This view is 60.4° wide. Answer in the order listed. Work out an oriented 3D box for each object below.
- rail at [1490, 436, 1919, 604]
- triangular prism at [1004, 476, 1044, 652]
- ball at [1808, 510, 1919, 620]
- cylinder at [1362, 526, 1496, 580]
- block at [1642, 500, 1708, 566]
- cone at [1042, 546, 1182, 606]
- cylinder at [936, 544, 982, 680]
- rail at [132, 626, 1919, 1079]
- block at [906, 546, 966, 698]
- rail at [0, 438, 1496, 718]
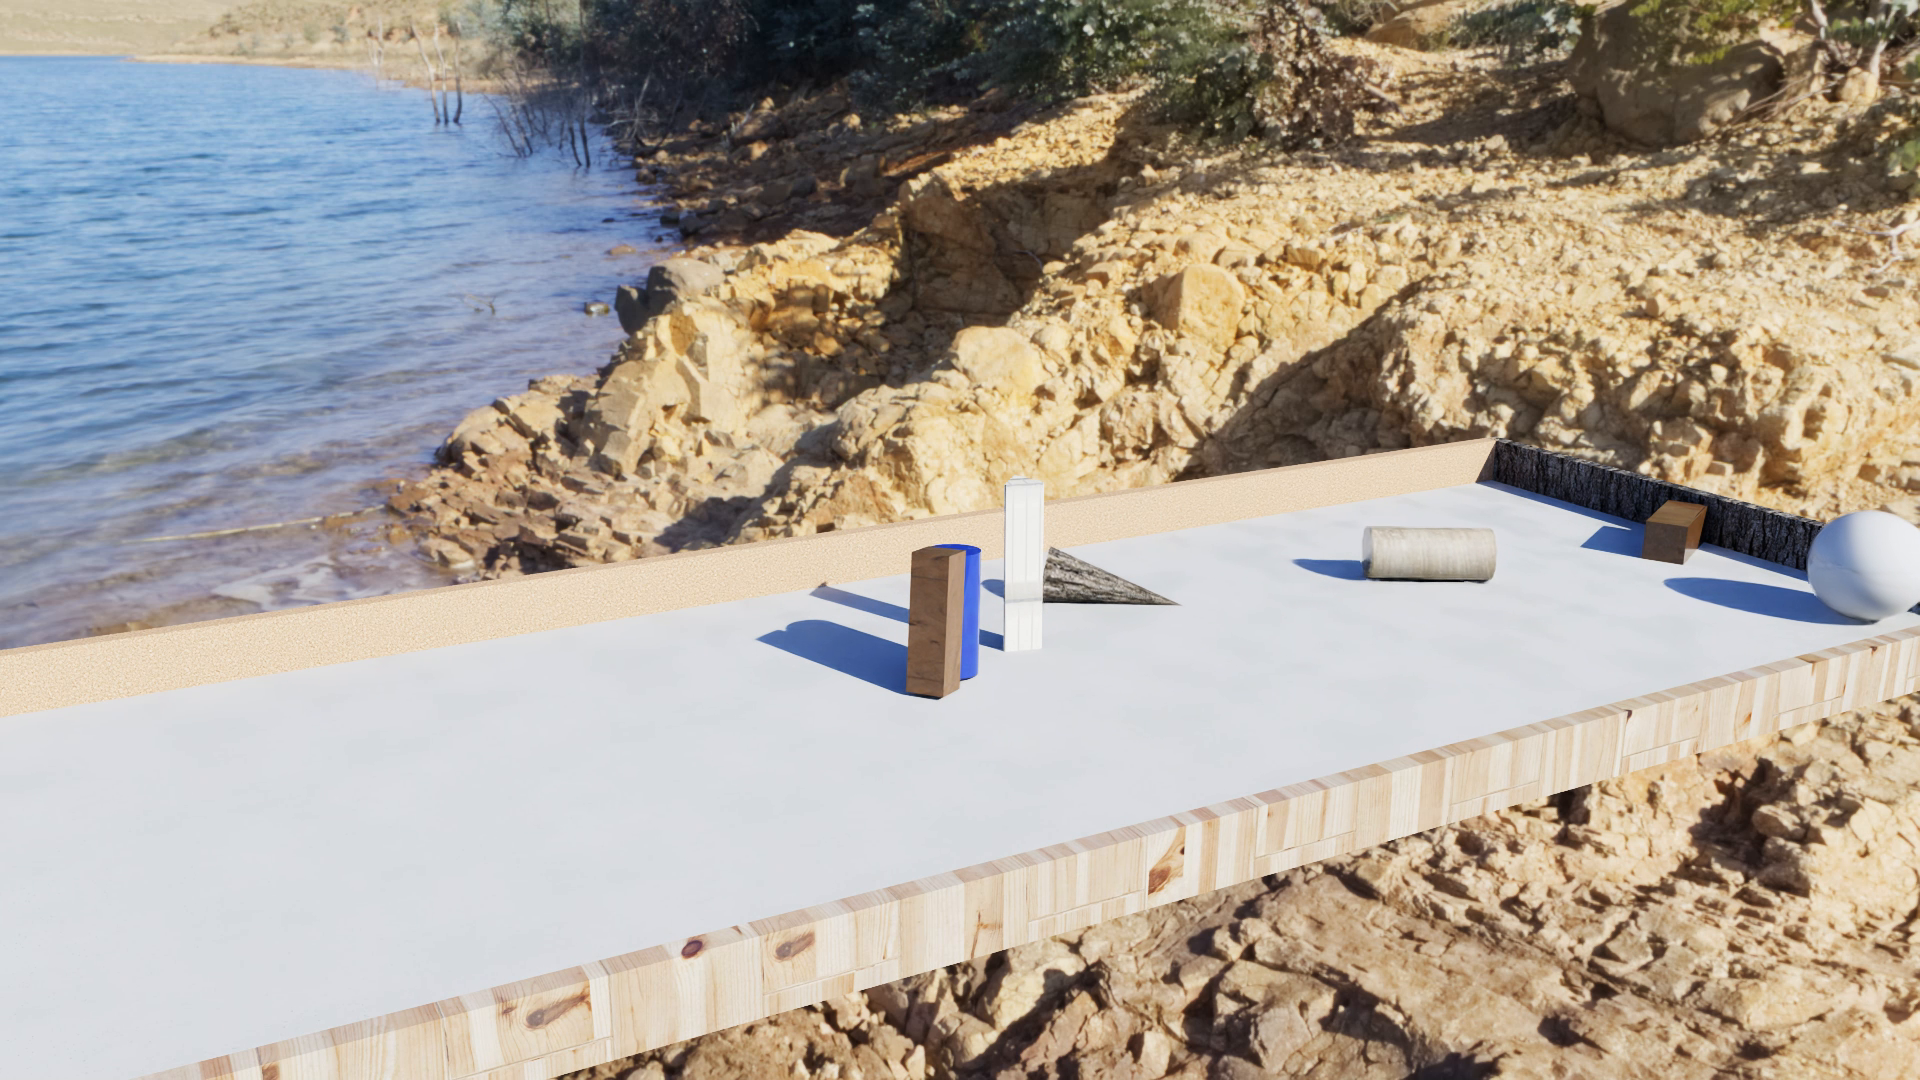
[{"bbox_3d":[2.466,-0.048,5.253,0.050,0.150,2.100,-9,18,-27],"label":"rail"},{"bbox_3d":[0.155,0.061,4.343,0.104,0.455,0.090,-4,17,-13],"label":"triangular prism"},{"bbox_3d":[2.521,0.071,4.570,0.307,0.307,0.307,0,16,0],"label":"ball"},{"bbox_3d":[1.402,0.041,4.940,0.364,0.155,0.155,1,16,4],"label":"cylinder"},{"bbox_3d":[2.267,-0.026,5.227,0.122,0.122,0.303,11,20,33],"label":"block"},{"bbox_3d":[0.440,0.141,4.733,0.408,0.160,0.160,13,18,4],"label":"cone"},{"bbox_3d":[-0.018,0.180,4.162,0.137,0.318,0.137,1,13,0],"label":"cylinder"},{"bbox_3d":[-2.336,1.006,1.665,12.000,0.150,0.050,-9,18,-27],"label":"rail"},{"bbox_3d":[-0.059,0.199,4.042,0.100,0.349,0.100,7,11,23],"label":"block"},{"bbox_3d":[-3.305,0.497,3.399,12.000,0.150,0.050,-9,18,-27],"label":"rail"}]
